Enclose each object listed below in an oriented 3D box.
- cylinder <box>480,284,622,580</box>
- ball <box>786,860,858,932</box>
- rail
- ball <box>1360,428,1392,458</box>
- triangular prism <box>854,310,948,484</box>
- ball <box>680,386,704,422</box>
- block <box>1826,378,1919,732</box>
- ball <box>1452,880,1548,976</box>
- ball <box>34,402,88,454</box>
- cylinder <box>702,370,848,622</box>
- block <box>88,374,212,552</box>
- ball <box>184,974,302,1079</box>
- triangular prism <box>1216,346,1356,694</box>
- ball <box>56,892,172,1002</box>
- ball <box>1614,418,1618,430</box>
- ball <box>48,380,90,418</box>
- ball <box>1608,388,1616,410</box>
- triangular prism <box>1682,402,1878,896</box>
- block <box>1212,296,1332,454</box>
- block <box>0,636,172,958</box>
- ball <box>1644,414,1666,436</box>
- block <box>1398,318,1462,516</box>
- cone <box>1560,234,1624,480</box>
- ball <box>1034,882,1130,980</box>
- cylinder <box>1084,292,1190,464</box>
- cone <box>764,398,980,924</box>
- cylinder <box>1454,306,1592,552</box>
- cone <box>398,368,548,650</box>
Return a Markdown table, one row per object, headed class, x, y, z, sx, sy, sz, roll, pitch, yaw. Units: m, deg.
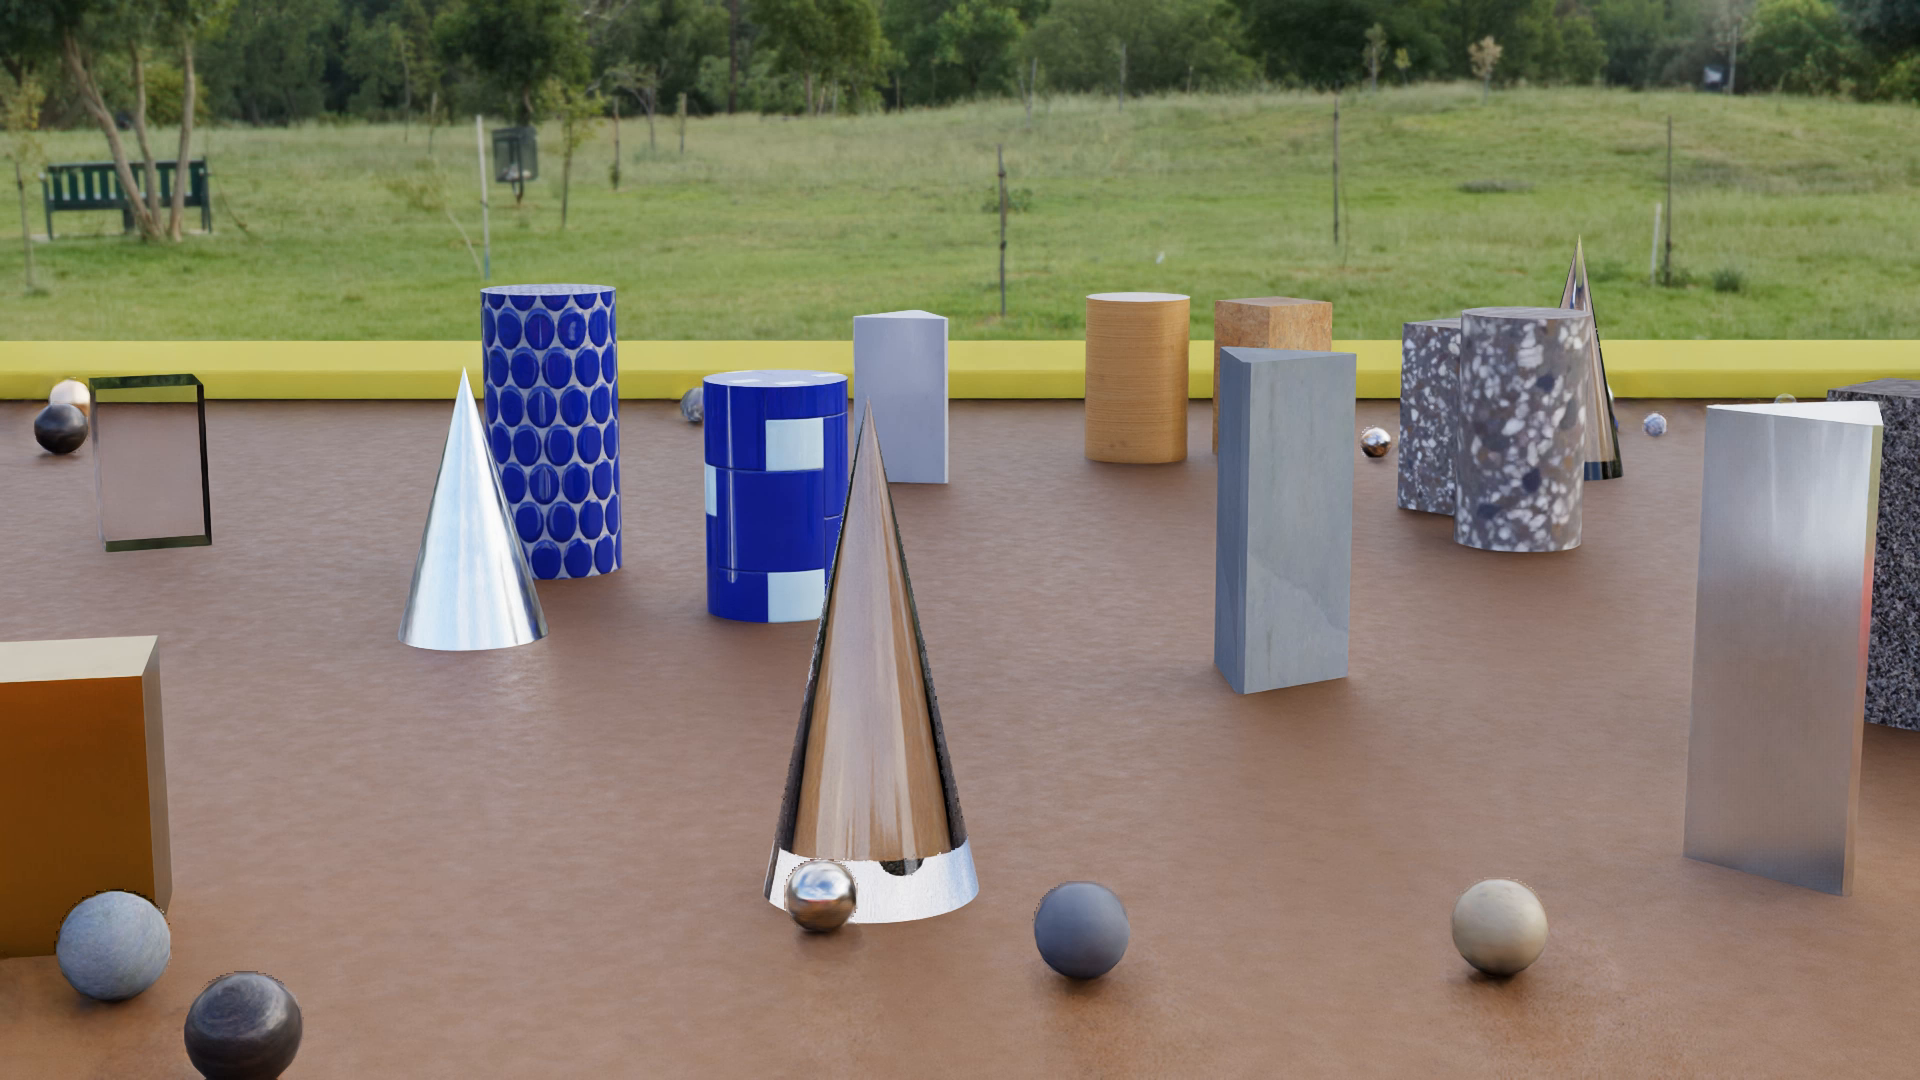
| class | x | y | z | sx | sy | sz | roll | pitch | yaw |
| --- | --- | --- | --- | --- | --- | --- | --- | --- | --- |
| cylinder | -0.592 | -0.161 | 3.727 | 0.193 | 0.406 | 0.193 | 0 | 11 | 0 |
| ball | -0.118 | 0.303 | 2.178 | 0.061 | 0.061 | 0.061 | 0 | 11 | 0 |
| rail | -0.013 | -0.371 | 5.620 | 4.420 | 0.126 | 0.045 | 0 | 11 | 0 |
| ball | 0.776 | -0.181 | 4.790 | 0.057 | 0.057 | 0.057 | 0 | 11 | 0 |
| triangular prism | -0.091 | -0.258 | 4.567 | 0.167 | 0.290 | 0.145 | 2 | 11 | 11 |
| ball | -0.535 | -0.277 | 5.263 | 0.074 | 0.074 | 0.074 | 0 | 11 | 0 |
| block | 1.075 | 0.013 | 2.892 | 0.155 | 0.368 | 0.155 | 10 | 14 | 43 |
| ball | 0.437 | 0.313 | 2.076 | 0.077 | 0.077 | 0.077 | 0 | 11 | 0 |
| ball | -1.697 | -0.211 | 4.842 | 0.097 | 0.097 | 0.097 | 0 | 11 | 0 |
| cylinder | -0.246 | -0.062 | 3.451 | 0.193 | 0.313 | 0.193 | 0 | 11 | 0 |
| block | -1.246 | -0.121 | 3.947 | 0.155 | 0.247 | 0.155 | -4 | 11 | -22 |
| ball | -0.515 | 0.353 | 1.845 | 0.082 | 0.082 | 0.082 | 0 | 11 | 0 |
| triangular prism | 0.357 | -0.031 | 3.072 | 0.167 | 0.390 | 0.145 | -7 | 13 | -33 |
| ball | -0.665 | 0.320 | 2.018 | 0.086 | 0.086 | 0.086 | 0 | 11 | 0 |
| ball | 1.264 | -0.225 | 5.036 | 0.053 | 0.053 | 0.053 | 0 | 11 | 0 |
| ball | -1.817 | -0.282 | 5.246 | 0.090 | 0.090 | 0.090 | 0 | 11 | 0 |
| ball | 1.299 | -0.283 | 5.262 | 0.086 | 0.086 | 0.086 | 0 | 11 | 0 |
| triangular prism | 0.783 | 0.089 | 2.342 | 0.145 | 0.421 | 0.167 | -9 | 14 | -41 |
| block | 0.586 | -0.305 | 4.822 | 0.155 | 0.288 | 0.155 | -7 | 13 | -34 |
| block | -0.761 | 0.215 | 2.177 | 0.155 | 0.233 | 0.155 | -2 | 11 | -12 |
| ball | 1.374 | -0.227 | 5.071 | 0.045 | 0.045 | 0.045 | 0 | 11 | 0 |
| block | 0.837 | -0.205 | 4.236 | 0.155 | 0.306 | 0.155 | -9 | 14 | -40 |
| cone | 1.100 | -0.334 | 4.593 | 0.193 | 0.430 | 0.193 | 0 | 11 | 0 |
| ball | 0.098 | 0.315 | 2.067 | 0.077 | 0.077 | 0.077 | 0 | 11 | 0 |
| cylinder | 0.331 | -0.305 | 4.798 | 0.193 | 0.299 | 0.193 | 0 | 11 | 0 |
| cone | -0.079 | 0.093 | 2.256 | 0.193 | 0.445 | 0.193 | 0 | 11 | 0 |
| cylinder | 0.861 | -0.173 | 3.936 | 0.193 | 0.353 | 0.193 | 0 | 11 | 0 |
| cone | -0.629 | -0.050 | 3.289 | 0.193 | 0.347 | 0.193 | 0 | 11 | 0 |
